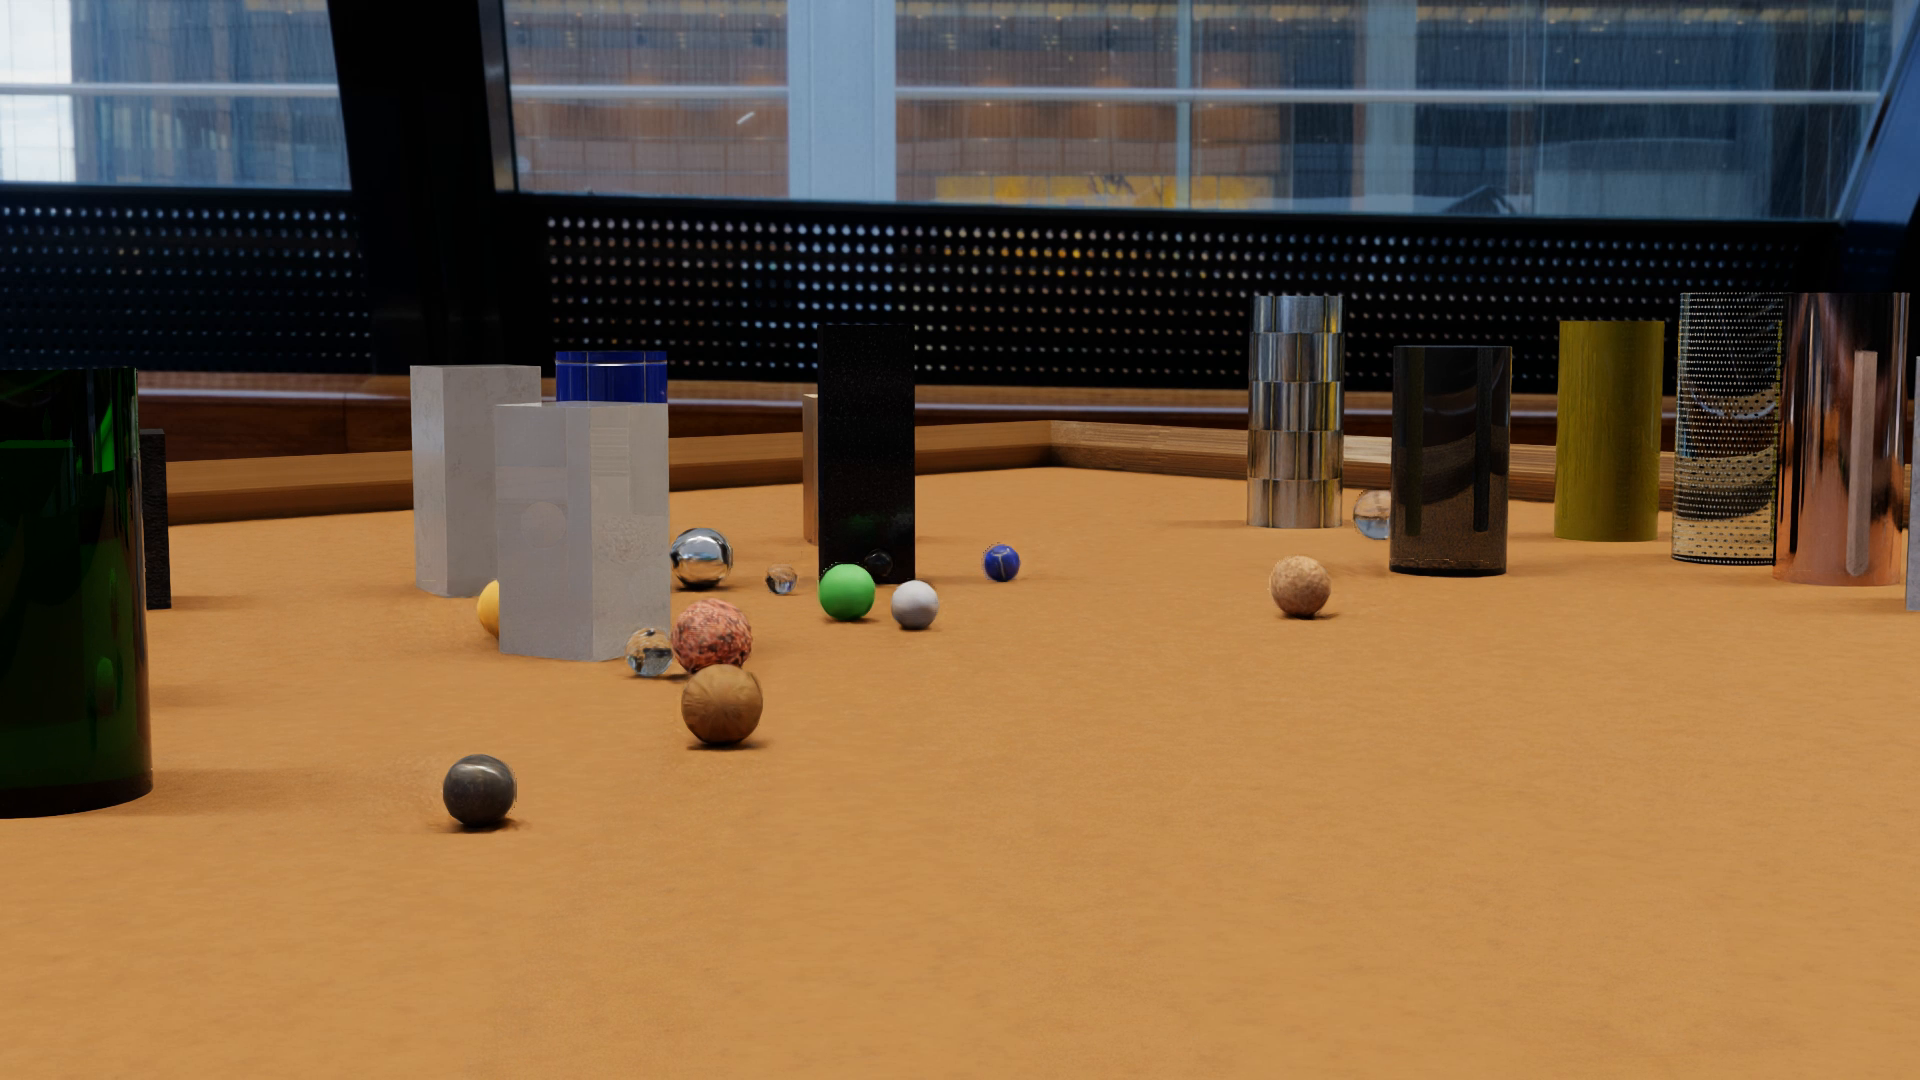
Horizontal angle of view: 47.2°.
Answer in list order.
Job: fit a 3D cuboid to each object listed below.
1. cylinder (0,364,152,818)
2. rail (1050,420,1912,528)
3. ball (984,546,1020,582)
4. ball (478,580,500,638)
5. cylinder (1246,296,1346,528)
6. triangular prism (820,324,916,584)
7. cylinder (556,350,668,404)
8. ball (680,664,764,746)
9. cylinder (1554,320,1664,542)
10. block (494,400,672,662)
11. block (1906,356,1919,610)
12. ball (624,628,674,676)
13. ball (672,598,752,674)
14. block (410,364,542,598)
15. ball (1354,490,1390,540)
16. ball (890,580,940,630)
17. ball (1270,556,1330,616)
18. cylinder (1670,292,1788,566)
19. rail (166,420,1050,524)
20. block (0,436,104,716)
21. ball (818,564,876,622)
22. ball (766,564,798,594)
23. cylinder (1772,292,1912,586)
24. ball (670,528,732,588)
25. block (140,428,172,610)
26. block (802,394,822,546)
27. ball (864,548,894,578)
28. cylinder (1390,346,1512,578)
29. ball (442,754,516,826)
[{"bbox_3d":[-0.850,0.039,2.009,0.198,0.393,0.198,0,6,0],"label":"cylinder"},{"bbox_3d":[1.633,-0.123,4.830,0.045,0.129,4.094,-5,8,-42],"label":"rail"},{"bbox_3d":[0.069,0.039,3.618,0.061,0.061,0.061,0,6,0],"label":"ball"},{"bbox_3d":[-0.610,0.093,2.980,0.086,0.086,0.086,0,6,0],"label":"ball"},{"bbox_3d":[0.699,-0.269,4.572,0.198,0.474,0.198,0,6,0],"label":"cylinder"},{"bbox_3d":[-0.184,-0.143,3.621,0.171,0.422,0.148,-3,7,-29],"label":"triangular prism"},{"bbox_3d":[-0.623,-0.152,3.948,0.198,0.372,0.198,0,6,0],"label":"cylinder"},{"bbox_3d":[-0.244,0.169,2.257,0.084,0.084,0.084,0,6,0],"label":"ball"},{"bbox_3d":[1.273,-0.217,4.316,0.198,0.425,0.198,0,6,0],"label":"cylinder"},{"bbox_3d":[-0.492,-0.016,2.881,0.158,0.323,0.158,3,7,30],"label":"block"},{"bbox_3d":[1.514,-0.085,3.300,0.158,0.374,0.158,2,6,23],"label":"block"},{"bbox_3d":[-0.379,0.137,2.683,0.060,0.060,0.060,0,6,0],"label":"ball"},{"bbox_3d":[-0.300,0.120,2.663,0.097,0.097,0.097,0,6,0],"label":"ball"},{"bbox_3d":[-0.768,-0.098,3.498,0.158,0.357,0.158,-4,7,-32],"label":"block"},{"bbox_3d":[0.815,-0.049,4.279,0.099,0.099,0.099,0,6,0],"label":"ball"},{"bbox_3d":[-0.063,0.091,3.083,0.068,0.068,0.068,0,6,0],"label":"ball"},{"bbox_3d":[0.497,0.068,3.209,0.088,0.088,0.088,0,6,0],"label":"ball"},{"bbox_3d":[1.380,-0.202,3.922,0.198,0.476,0.198,0,6,0],"label":"cylinder"},{"bbox_3d":[-1.372,-0.121,4.811,4.490,0.129,0.045,-5,8,-42],"label":"rail"},{"bbox_3d":[-1.080,0.037,2.494,0.158,0.297,0.158,-4,7,-35],"label":"block"},{"bbox_3d":[-0.162,0.075,3.162,0.083,0.083,0.083,0,6,0],"label":"ball"},{"bbox_3d":[-0.281,0.061,3.457,0.049,0.049,0.049,0,6,0],"label":"ball"},{"bbox_3d":[1.455,-0.170,3.630,0.198,0.473,0.198,0,6,0],"label":"cylinder"},{"bbox_3d":[-0.416,0.029,3.527,0.099,0.099,0.099,0,6,0],"label":"ball"},{"bbox_3d":[-1.283,-0.032,3.325,0.158,0.262,0.158,-2,6,-21],"label":"block"},{"bbox_3d":[-0.214,-0.138,4.245,0.158,0.281,0.158,-1,6,-11],"label":"block"},{"bbox_3d":[-0.131,0.037,3.553,0.046,0.046,0.046,0,6,0],"label":"ball"},{"bbox_3d":[0.838,-0.139,3.760,0.198,0.384,0.198,0,6,0],"label":"cylinder"},{"bbox_3d":[-0.416,0.217,1.904,0.062,0.062,0.062,0,6,0],"label":"ball"}]
